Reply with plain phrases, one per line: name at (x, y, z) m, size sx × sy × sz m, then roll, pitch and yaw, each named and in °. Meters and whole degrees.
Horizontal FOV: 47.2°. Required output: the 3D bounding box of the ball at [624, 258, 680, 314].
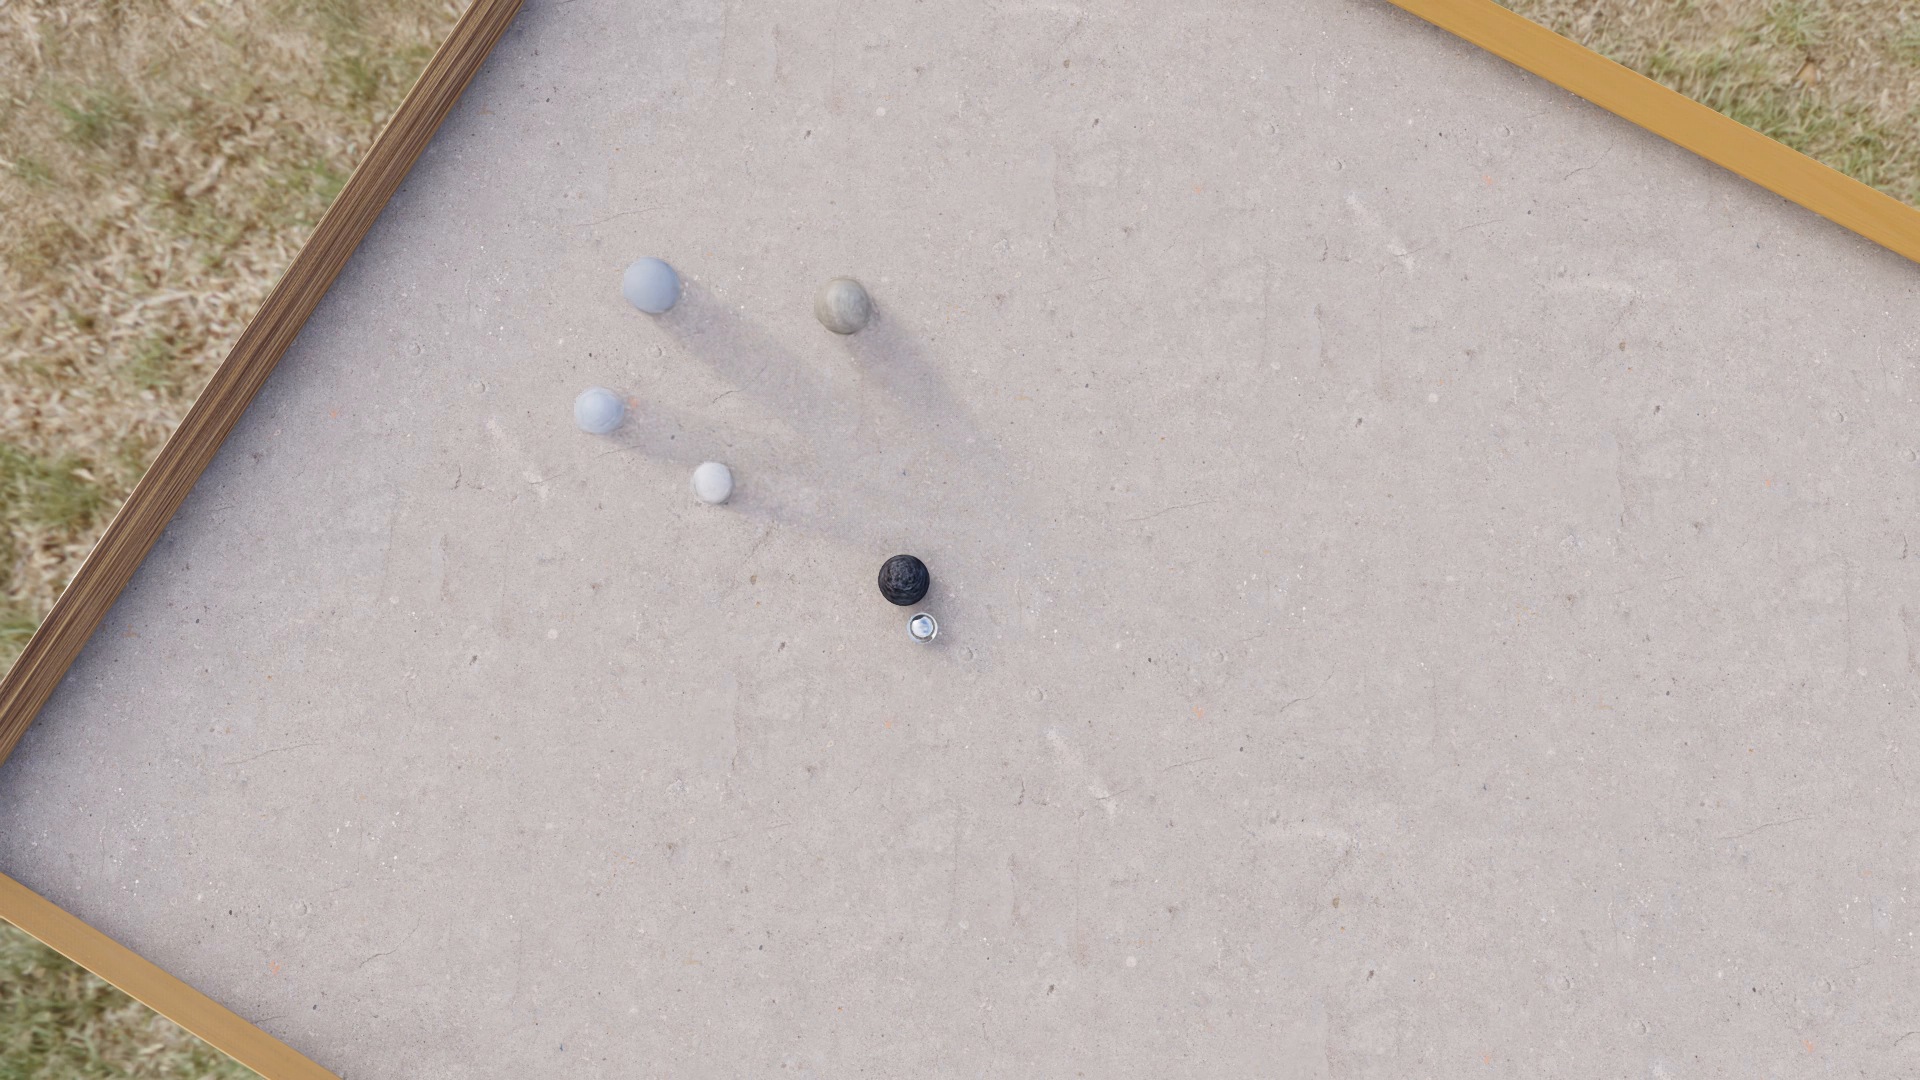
ball at (-0.483, -0.398, 3.452) m, size 0.086 × 0.086 × 0.086 m, roll 0°, pitch 75°, yaw 0°

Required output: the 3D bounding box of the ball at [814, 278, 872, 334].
ball at (-0.182, -0.366, 3.442) m, size 0.089 × 0.089 × 0.089 m, roll 0°, pitch 75°, yaw 0°

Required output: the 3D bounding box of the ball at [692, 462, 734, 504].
ball at (-0.380, -0.088, 3.379) m, size 0.064 × 0.064 × 0.064 m, roll 0°, pitch 75°, yaw 0°

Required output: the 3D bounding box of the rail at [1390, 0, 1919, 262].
rail at (1.525, -0.448, 3.449) m, size 4.413 × 0.116 × 0.045 m, roll 29°, pitch 77°, yaw 7°

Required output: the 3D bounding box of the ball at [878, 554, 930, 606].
ball at (-0.085, 0.061, 3.331) m, size 0.079 × 0.079 × 0.079 m, roll 0°, pitch 75°, yaw 0°

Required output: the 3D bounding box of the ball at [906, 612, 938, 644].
ball at (-0.057, 0.133, 3.328) m, size 0.046 × 0.046 × 0.046 m, roll 0°, pitch 75°, yaw 0°

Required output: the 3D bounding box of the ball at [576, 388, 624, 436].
ball at (-0.557, -0.199, 3.404) m, size 0.074 × 0.074 × 0.074 m, roll 0°, pitch 75°, yaw 0°

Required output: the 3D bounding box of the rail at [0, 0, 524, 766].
rail at (-0.940, -0.518, 3.468) m, size 0.045 × 0.116 × 2.344 m, roll 29°, pitch 77°, yaw 7°

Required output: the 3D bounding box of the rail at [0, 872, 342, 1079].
rail at (0.397, 1.482, 2.923) m, size 4.413 × 0.116 × 0.045 m, roll 29°, pitch 77°, yaw 7°
